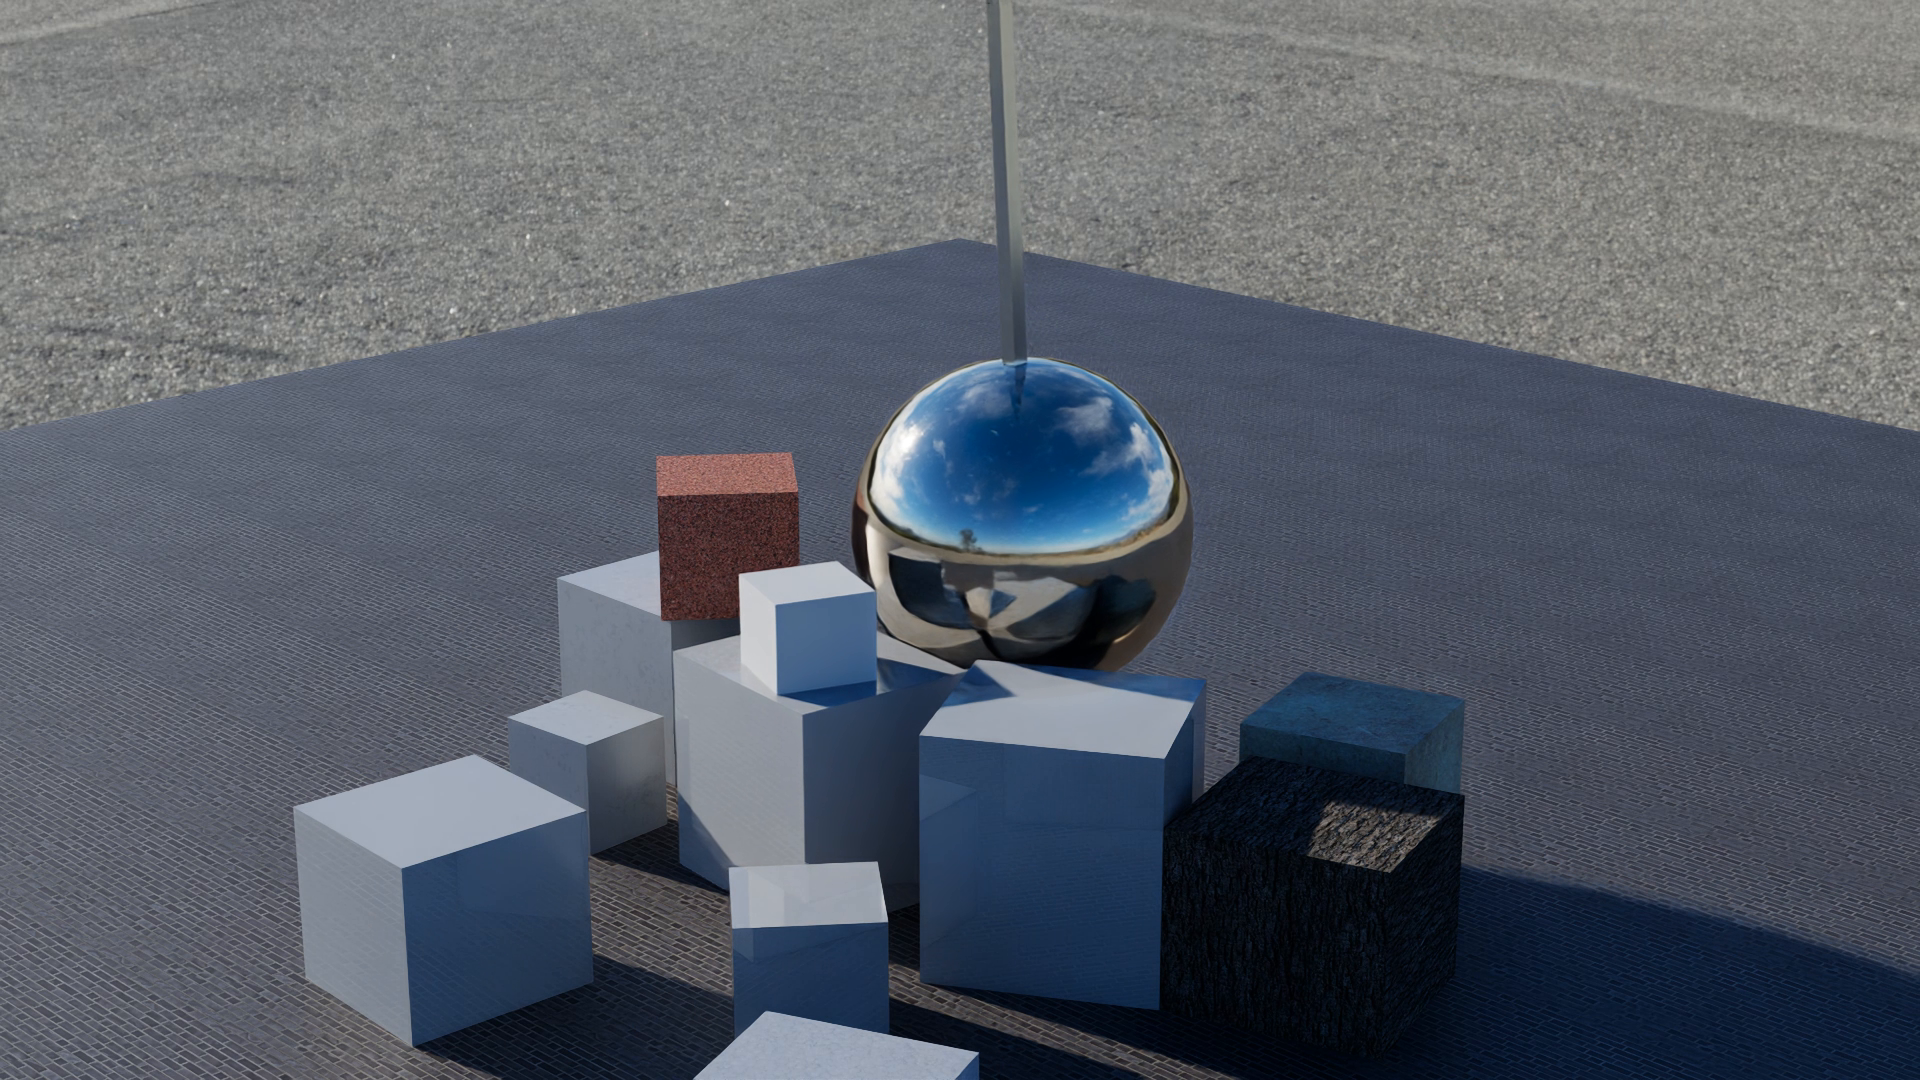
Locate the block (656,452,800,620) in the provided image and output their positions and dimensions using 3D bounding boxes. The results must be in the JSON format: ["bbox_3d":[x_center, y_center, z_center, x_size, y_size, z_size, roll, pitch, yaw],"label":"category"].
[{"bbox_3d":[-1.148,-0.024,14.481,0.675,0.632,0.702,-2,18,-6],"label":"block"}]

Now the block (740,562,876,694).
[{"bbox_3d":[-0.672,0.384,12.949,0.467,0.412,0.466,-7,19,-22],"label":"block"}]

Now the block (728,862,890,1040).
[{"bbox_3d":[-0.616,1.713,11.888,0.613,0.603,0.592,-2,18,-5],"label":"block"}]

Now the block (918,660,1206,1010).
[{"bbox_3d":[0.449,1.238,12.541,1.027,1.119,0.951,5,18,14],"label":"block"}]

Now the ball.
[{"bbox_3d":[0.288,-0.057,13.626,1.600,1.600,1.600,0,17,0],"label":"ball"}]

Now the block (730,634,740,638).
[{"bbox_3d":[-0.756,0.874,14.412,0.777,0.691,0.829,-15,23,-40],"label":"block"}]

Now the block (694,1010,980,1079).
[{"bbox_3d":[-0.486,2.206,10.136,0.831,0.713,0.875,7,19,22],"label":"block"}]

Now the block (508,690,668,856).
[{"bbox_3d":[-1.768,1.098,13.930,0.549,0.552,0.493,14,23,39],"label":"block"}]

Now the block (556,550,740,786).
[{"bbox_3d":[-1.365,0.599,14.995,0.997,0.866,0.914,-16,24,-42],"label":"block"}]

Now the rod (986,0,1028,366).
[{"bbox_3d":[0.125,-3.244,12.453,0.080,5.200,0.080,17,28,42],"label":"rod"}]

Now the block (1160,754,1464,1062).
[{"bbox_3d":[1.468,1.505,12.189,0.967,0.819,0.900,9,20,27],"label":"block"}]

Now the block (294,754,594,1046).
[{"bbox_3d":[-2.162,1.490,12.300,0.887,0.782,0.847,-15,23,-40],"label":"block"}]

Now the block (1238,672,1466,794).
[{"bbox_3d":[1.771,1.158,13.303,0.776,0.814,0.771,9,20,27],"label":"block"}]

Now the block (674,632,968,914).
[{"bbox_3d":[-0.631,1.041,13.290,0.892,1.045,1.023,-13,22,-36],"label":"block"}]
